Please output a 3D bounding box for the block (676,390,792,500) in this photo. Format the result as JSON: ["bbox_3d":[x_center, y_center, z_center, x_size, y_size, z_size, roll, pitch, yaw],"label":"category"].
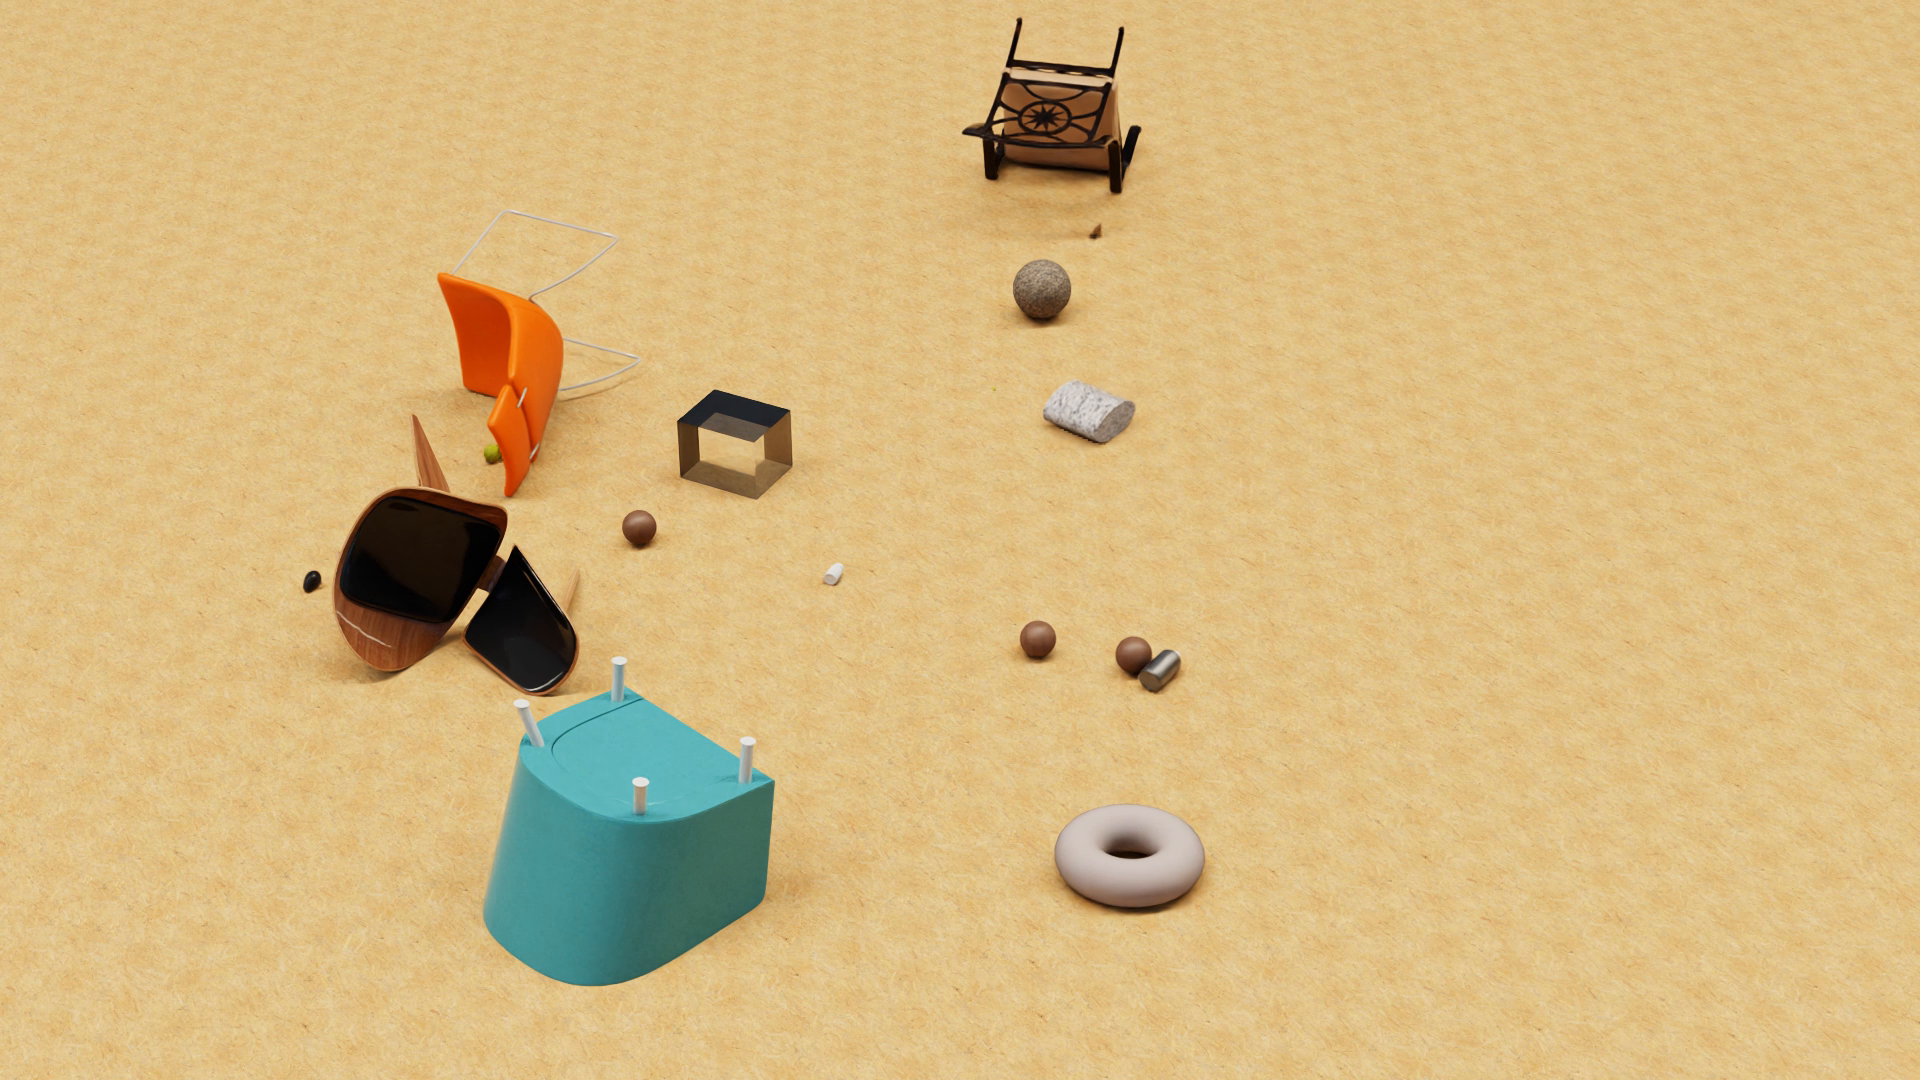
[{"bbox_3d":[-0.864,-0.369,11.272,0.343,0.256,0.272,16,37,23],"label":"block"}]

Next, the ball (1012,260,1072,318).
[{"bbox_3d":[0.345,-1.056,12.322,0.248,0.248,0.248,0,33,0],"label":"ball"}]

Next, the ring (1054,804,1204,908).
[{"bbox_3d":[0.537,0.998,9.286,0.478,0.163,0.404,3,35,6],"label":"ring"}]

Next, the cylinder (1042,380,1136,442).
[{"bbox_3d":[0.511,-0.512,11.594,0.263,0.140,0.261,24,43,32],"label":"cylinder"}]

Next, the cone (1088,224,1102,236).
[{"bbox_3d":[0.612,-1.360,12.981,0.047,0.076,0.084,46,30,-4],"label":"cone"}]
